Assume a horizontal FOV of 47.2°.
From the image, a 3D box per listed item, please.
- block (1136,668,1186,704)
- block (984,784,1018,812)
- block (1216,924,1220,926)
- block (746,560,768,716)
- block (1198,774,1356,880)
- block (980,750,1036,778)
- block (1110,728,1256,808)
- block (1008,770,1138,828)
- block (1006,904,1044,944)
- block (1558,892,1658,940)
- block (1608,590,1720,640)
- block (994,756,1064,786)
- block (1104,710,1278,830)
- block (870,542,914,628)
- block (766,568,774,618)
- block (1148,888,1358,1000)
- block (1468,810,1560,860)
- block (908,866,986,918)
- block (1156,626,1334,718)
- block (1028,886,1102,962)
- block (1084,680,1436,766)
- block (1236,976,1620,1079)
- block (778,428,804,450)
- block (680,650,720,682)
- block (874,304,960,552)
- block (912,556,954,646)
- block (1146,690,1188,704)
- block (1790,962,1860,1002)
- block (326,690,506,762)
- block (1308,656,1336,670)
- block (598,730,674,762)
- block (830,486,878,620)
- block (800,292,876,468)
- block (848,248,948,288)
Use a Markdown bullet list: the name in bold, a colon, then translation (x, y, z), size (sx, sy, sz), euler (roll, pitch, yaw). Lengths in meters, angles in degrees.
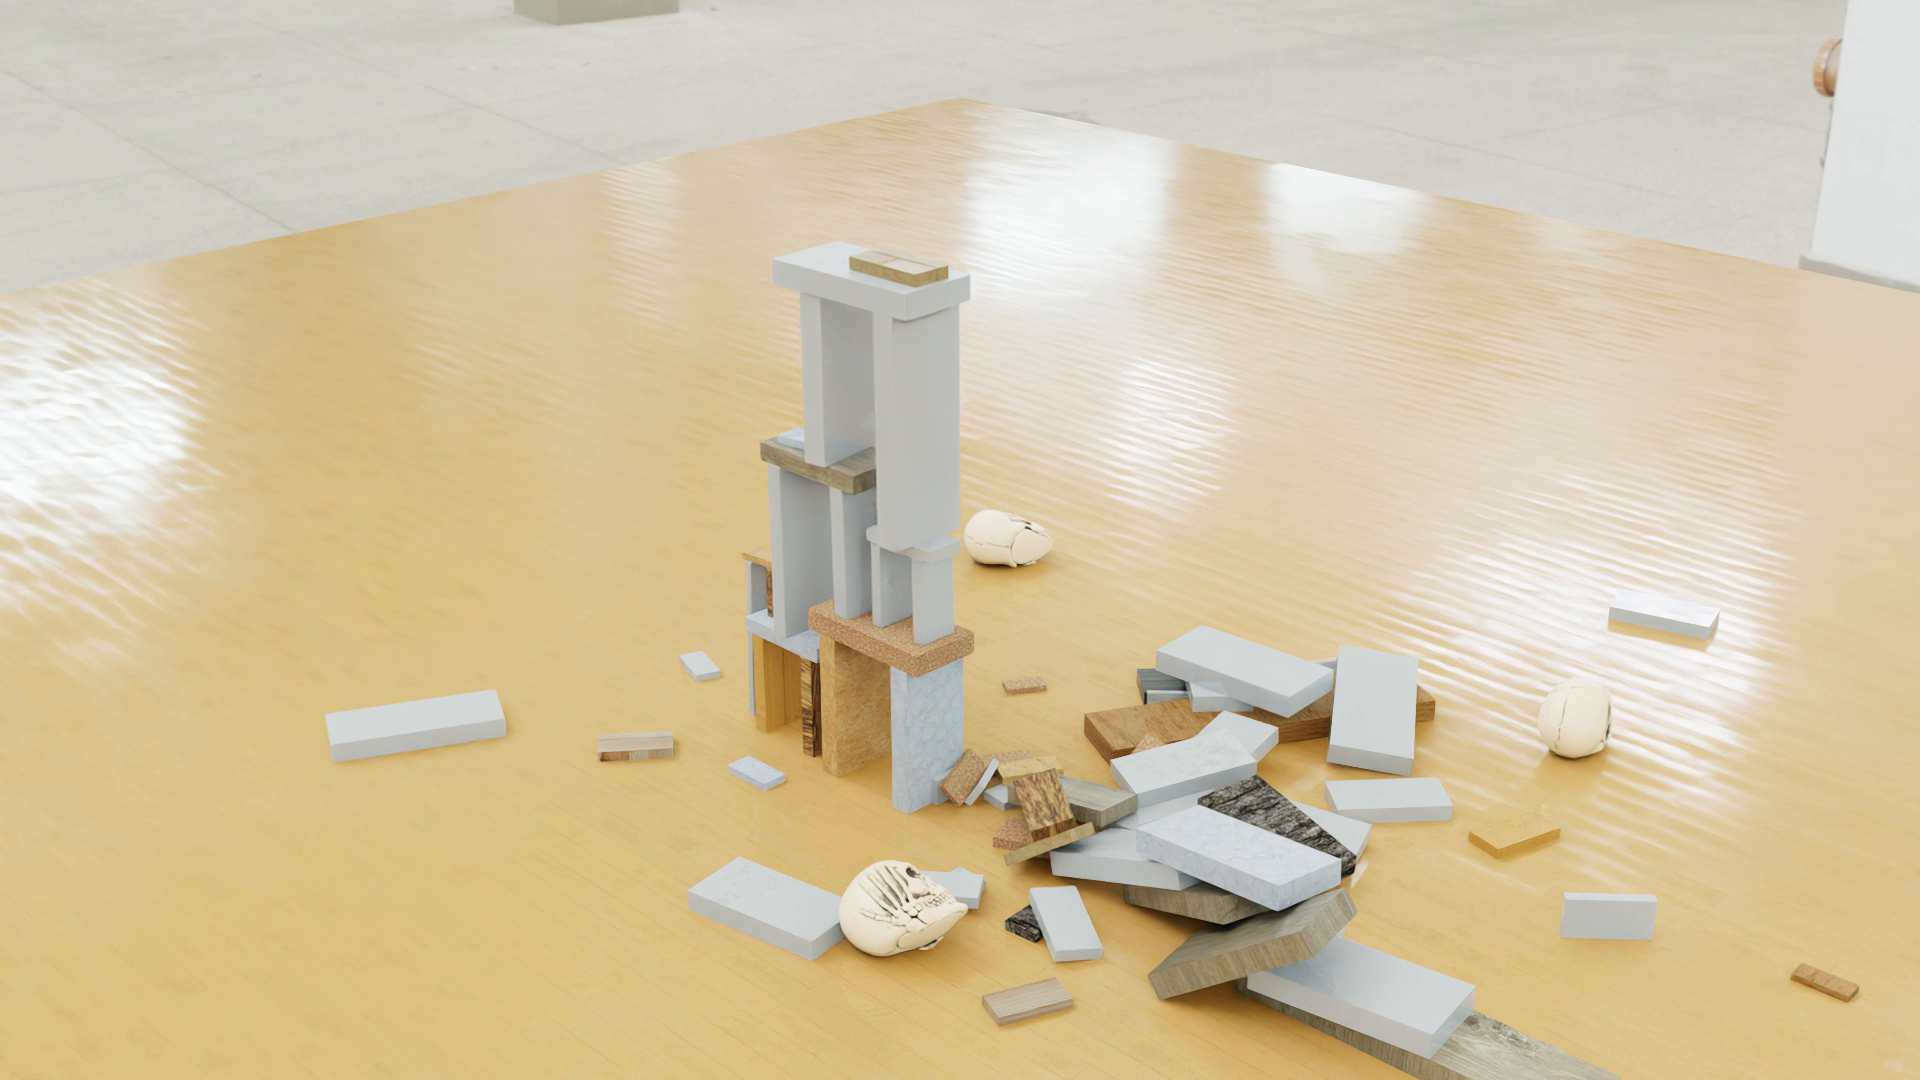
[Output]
- **block**: translation (0.527, 0.328, 4.945), size (0.246, 0.034, 0.119), euler (-1, 23, -3)
- **block**: translation (0.120, 0.517, 4.520), size (0.131, 0.019, 0.066), euler (-17, 28, -35)
- **block**: translation (0.505, 0.695, 4.063), size (0.067, 0.019, 0.135), euler (-19, 27, 3)
- **block**: translation (-0.437, 0.209, 4.794), size (0.015, 0.370, 0.054), euler (23, 32, 40)
- **block**: translation (0.609, 0.571, 4.253), size (0.149, 0.042, 0.298), euler (-17, 36, -28)
- **block**: translation (0.094, 0.471, 4.627), size (0.131, 0.019, 0.066), euler (-5, 24, -13)
- **block**: translation (0.453, 0.463, 4.463), size (0.264, 0.037, 0.132), euler (-13, 29, -15)
- **block**: translation (0.225, 0.516, 4.399), size (0.238, 0.034, 0.119), euler (10, 18, 40)
- **block**: translation (0.156, 0.698, 4.089), size (0.071, 0.020, 0.142), euler (18, 29, 37)
- **block**: translation (1.187, 0.690, 4.030), size (0.165, 0.082, 0.023), euler (1, 23, 2)
- **block**: translation (1.696, 0.178, 5.298), size (0.235, 0.033, 0.117), euler (13, 26, 28)
- **block**: translation (0.143, 0.478, 4.562), size (0.131, 0.018, 0.065), euler (-7, 21, -13)
- **block**: translation (0.478, 0.490, 4.489), size (0.132, 0.037, 0.460), euler (16, 35, 34)
- **block**: translation (-0.136, 0.080, 4.413), size (0.088, 0.176, 0.025), euler (-21, 30, -40)
- **block**: translation (-0.387, 0.107, 4.700), size (0.015, 0.108, 0.054), euler (21, 31, 41)
- **block**: translation (0.504, 0.700, 3.807), size (0.343, 0.049, 0.171), euler (-27, 1, 40)
- **block**: translation (1.098, 0.583, 4.357), size (0.165, 0.023, 0.082), euler (-13, 26, -27)
- **block**: translation (-0.025, 0.667, 4.164), size (0.071, 0.020, 0.142), euler (21, 31, 40)
- **block**: translation (0.620, 0.284, 4.807), size (0.347, 0.049, 0.174), euler (19, 29, 37)
- **block**: translation (0.192, 0.702, 4.032), size (0.089, 0.025, 0.178), euler (-1, 30, -15)
- **block**: translation (0.655, 0.385, 4.790), size (0.754, 0.049, 0.174), euler (-7, 24, -16)
- **block**: translation (0.781, 0.834, 3.732), size (0.644, 0.049, 0.171), euler (20, 30, 39)
- **block**: translation (-0.307, -0.202, 4.465), size (0.116, 0.016, 0.058), euler (16, 28, 33)
- **block**: translation (-0.599, 0.290, 5.056), size (0.058, 0.016, 0.116), euler (-11, 25, -24)
- **block**: translation (-0.080, -0.224, 4.232), size (0.050, 0.474, 0.178), euler (21, 30, 41)
- **block**: translation (-0.053, 0.111, 4.338), size (0.025, 0.176, 0.088), euler (19, 30, 41)
- **block**: translation (0.460, 0.357, 4.861), size (0.093, 0.046, 0.013), euler (0, 23, 1)
- **block**: translation (1.532, 0.784, 3.896), size (0.104, 0.013, 0.046), euler (20, 30, 39)
- **block**: translation (-1.179, 0.401, 4.763), size (0.366, 0.042, 0.149), euler (-8, 24, -18)
- **block**: translation (0.789, 0.294, 4.966), size (0.235, 0.033, 0.117), euler (-8, -1, -17)
- **block**: translation (-0.691, 0.440, 4.695), size (0.158, 0.022, 0.079), euler (-3, 23, -6)
- **block**: translation (-0.191, 0.009, 4.448), size (0.140, 0.279, 0.040), euler (-19, 28, -37)
- **block**: translation (-0.236, -0.341, 4.357), size (0.050, 0.356, 0.178), euler (16, 27, 33)
- **block**: translation (-0.116, -0.514, 4.148), size (0.178, 0.025, 0.089), euler (21, 31, 40)
